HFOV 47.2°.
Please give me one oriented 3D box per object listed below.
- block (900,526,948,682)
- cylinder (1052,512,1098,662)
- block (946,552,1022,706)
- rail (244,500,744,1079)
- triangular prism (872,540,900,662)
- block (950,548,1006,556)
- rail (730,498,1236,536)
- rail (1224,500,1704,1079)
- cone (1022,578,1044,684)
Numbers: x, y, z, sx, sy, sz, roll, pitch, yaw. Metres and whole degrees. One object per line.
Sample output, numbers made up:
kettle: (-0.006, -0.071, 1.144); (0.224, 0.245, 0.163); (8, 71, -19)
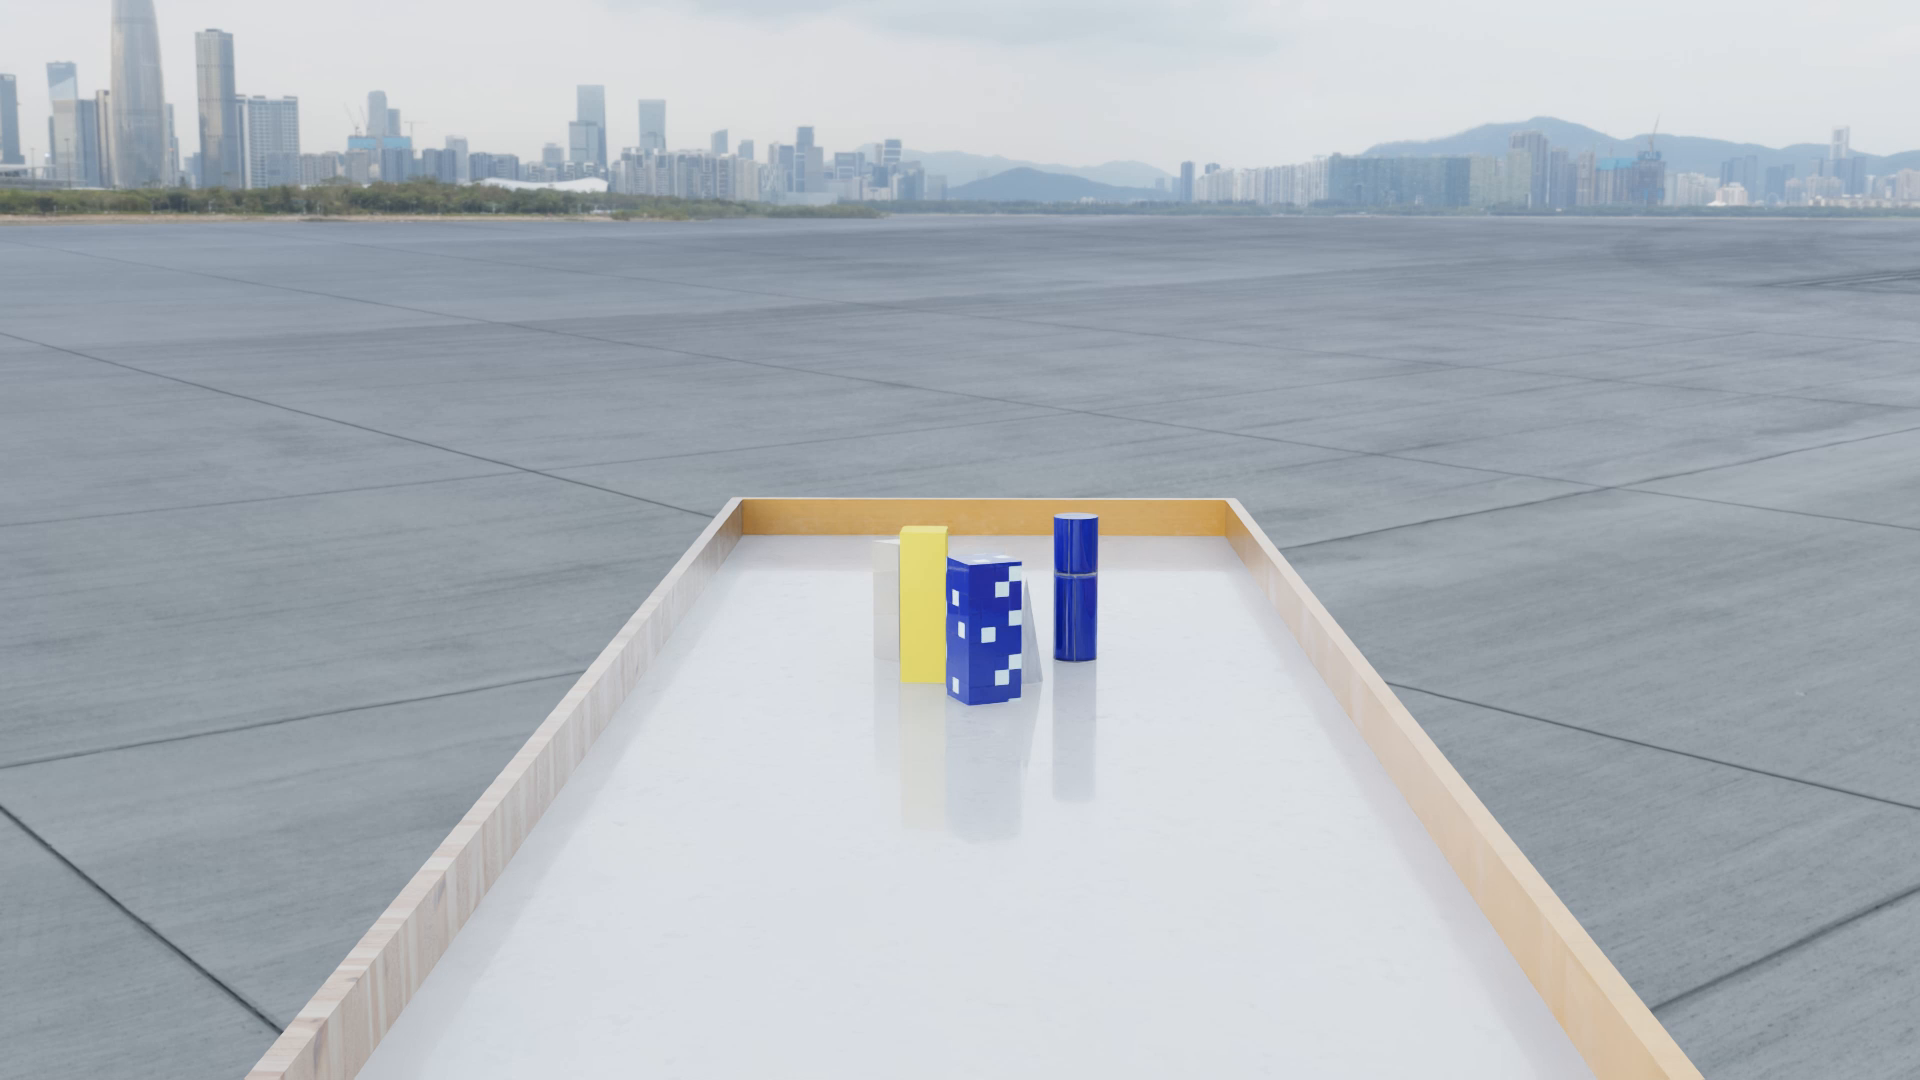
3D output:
block: (-0.104, 0.187, 6.422); (0.130, 0.441, 0.130); (1, 9, 3)
cylinder: (0.352, 0.144, 6.699); (0.136, 0.439, 0.136); (0, 9, 0)
block: (0.066, 0.248, 6.178); (0.160, 0.396, 0.160); (-4, 10, -23)
rail: (-1.004, 0.839, 3.234); (0.050, 0.150, 12.000); (0, 9, 1)
triangular prism: (-0.193, 0.181, 6.713); (0.108, 0.362, 0.093); (7, 12, 39)
block: (0.052, 0.201, 6.677); (0.161, 0.334, 0.161); (1, 9, 3)
rail: (0.099, -0.098, 9.147); (2.100, 0.150, 0.050); (0, 9, 1)
rail: (1.046, 0.843, 3.208); (0.050, 0.150, 12.000); (0, 9, 1)
cone: (0.193, 0.256, 6.404); (0.100, 0.310, 0.100); (0, 9, 0)
